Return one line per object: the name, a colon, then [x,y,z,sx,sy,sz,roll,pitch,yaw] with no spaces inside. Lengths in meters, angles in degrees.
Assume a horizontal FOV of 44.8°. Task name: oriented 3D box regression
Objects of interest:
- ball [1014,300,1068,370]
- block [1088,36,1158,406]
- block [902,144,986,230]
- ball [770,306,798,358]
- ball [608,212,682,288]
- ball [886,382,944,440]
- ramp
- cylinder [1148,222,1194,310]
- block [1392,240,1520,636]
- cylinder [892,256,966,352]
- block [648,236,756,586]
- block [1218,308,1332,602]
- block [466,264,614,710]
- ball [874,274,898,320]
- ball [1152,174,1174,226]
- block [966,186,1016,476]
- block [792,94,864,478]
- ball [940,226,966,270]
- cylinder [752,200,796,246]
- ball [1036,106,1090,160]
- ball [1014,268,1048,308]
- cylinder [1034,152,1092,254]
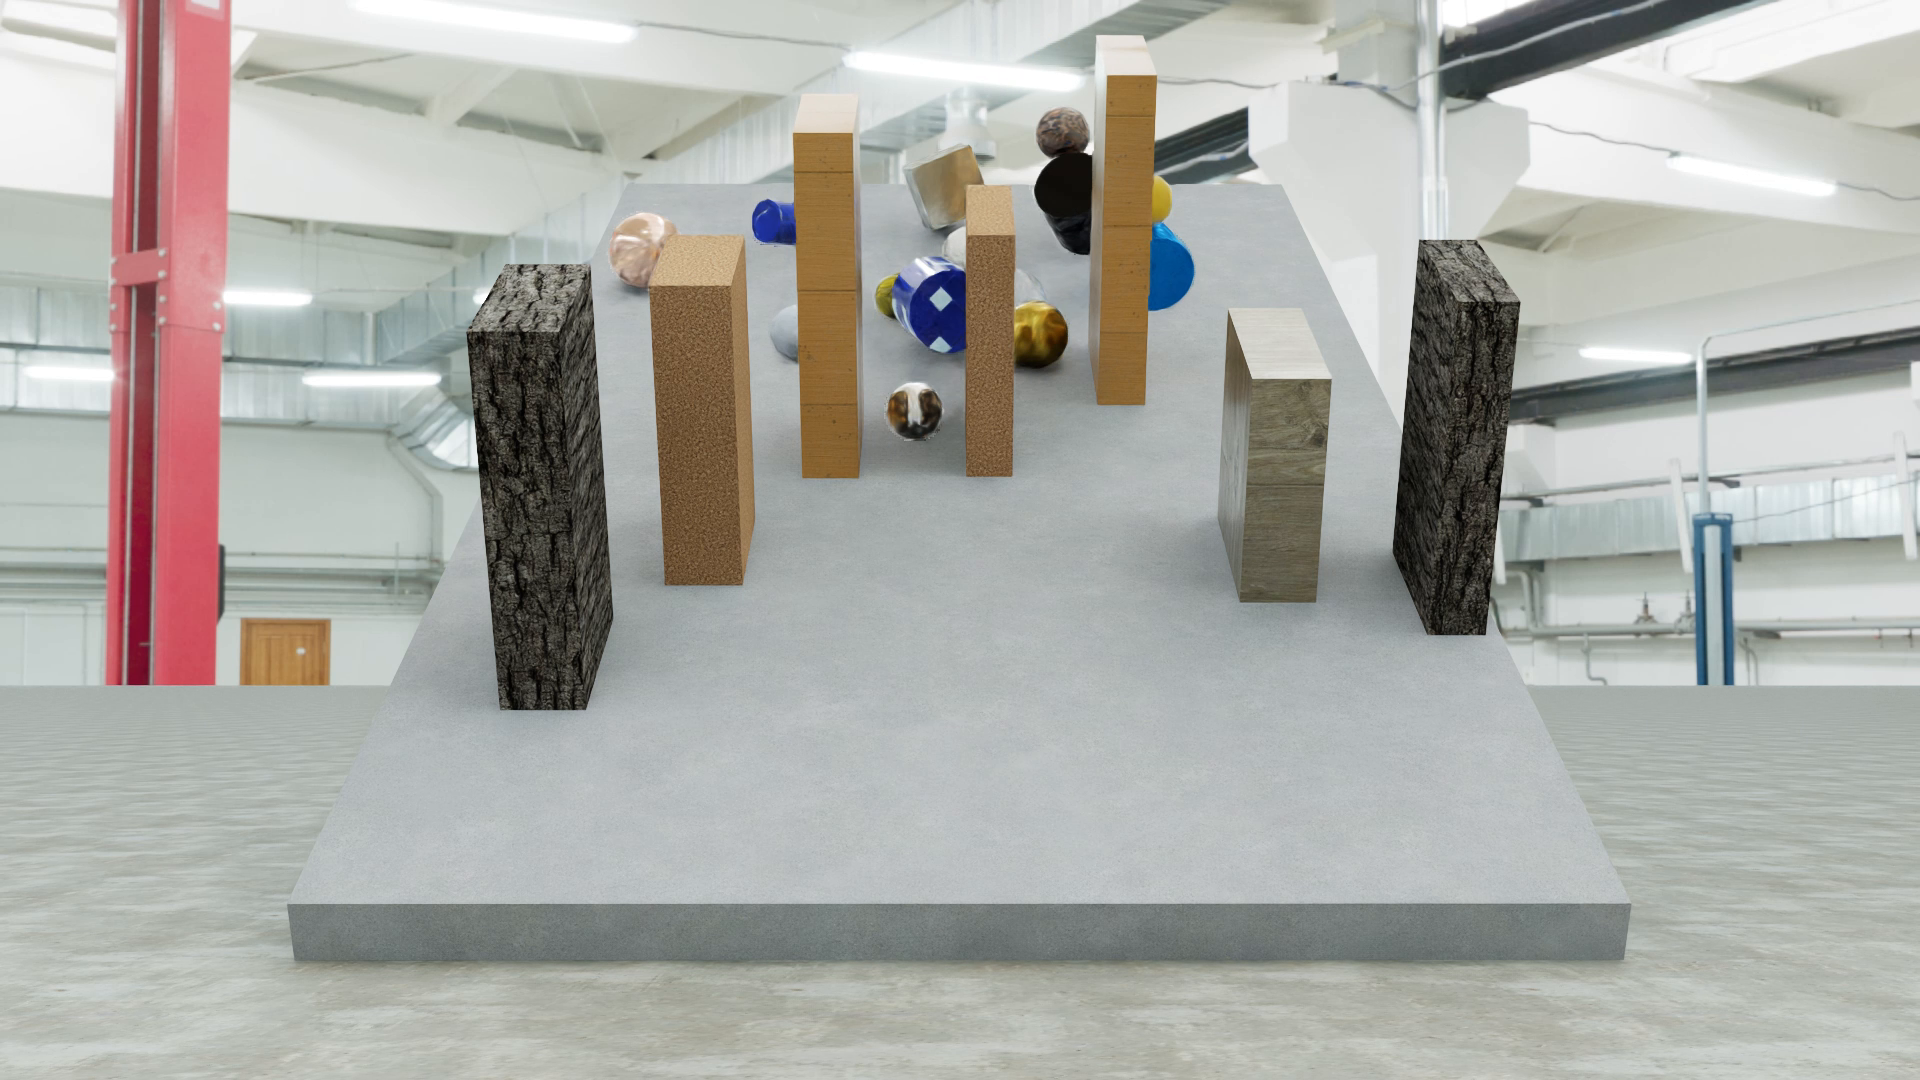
ball: [0.179,-0.491,5.576,0.163,0.163,0.163,0,-3,0]
block: [0.373,-0.745,5.405,0.109,0.766,0.412,0,24,0]
block: [-0.037,-1.001,6.588,0.182,0.182,0.182,-23,14,-5]
ball: [-0.396,-0.504,5.643,0.129,0.129,0.129,0,-3,0]
ball: [-0.825,-0.763,6.134,0.199,0.199,0.199,0,-3,0]
ball: [-0.100,-0.286,5.160,0.126,0.126,0.126,0,-3,0]
ramp: [-0.008,-0.228,5.307,2.000,0.100,4.000,0,24,0]
cylinder: [0.486,-0.722,6.043,0.195,0.195,0.195,1,27,-14]
block: [0.914,-0.194,4.323,0.108,0.643,0.372,0,24,0]
cylinder: [-0.047,-0.574,5.658,0.201,0.201,0.201,1,16,-15]
block: [-0.493,-0.253,4.498,0.149,0.602,0.319,0,24,0]
block: [0.602,-0.170,4.504,0.145,0.451,0.406,0,24,0]
block: [-0.719,-0.094,4.036,0.148,0.687,0.361,0,24,0]
ball: [-0.159,-0.620,5.921,0.115,0.115,0.115,0,-3,0]
ball: [0.476,-0.870,5.963,0.140,0.140,0.140,0,-3,0]
block: [0.063,-0.456,5.040,0.099,0.535,0.379,0,24,0]
block: [-0.276,-0.542,4.967,0.121,0.749,0.336,0,24,0]
ball: [0.033,-0.747,6.142,0.167,0.167,0.167,0,-3,0]
cylinder: [-0.481,-0.855,6.277,0.114,0.114,0.114,-3,-2,43]
ball: [0.283,-1.117,6.399,0.152,0.152,0.152,0,-3,0]
ball: [0.127,-0.585,5.766,0.178,0.178,0.178,0,-3,0]
cylinder: [0.331,-0.922,6.384,0.204,0.204,0.204,-1,-23,20]
